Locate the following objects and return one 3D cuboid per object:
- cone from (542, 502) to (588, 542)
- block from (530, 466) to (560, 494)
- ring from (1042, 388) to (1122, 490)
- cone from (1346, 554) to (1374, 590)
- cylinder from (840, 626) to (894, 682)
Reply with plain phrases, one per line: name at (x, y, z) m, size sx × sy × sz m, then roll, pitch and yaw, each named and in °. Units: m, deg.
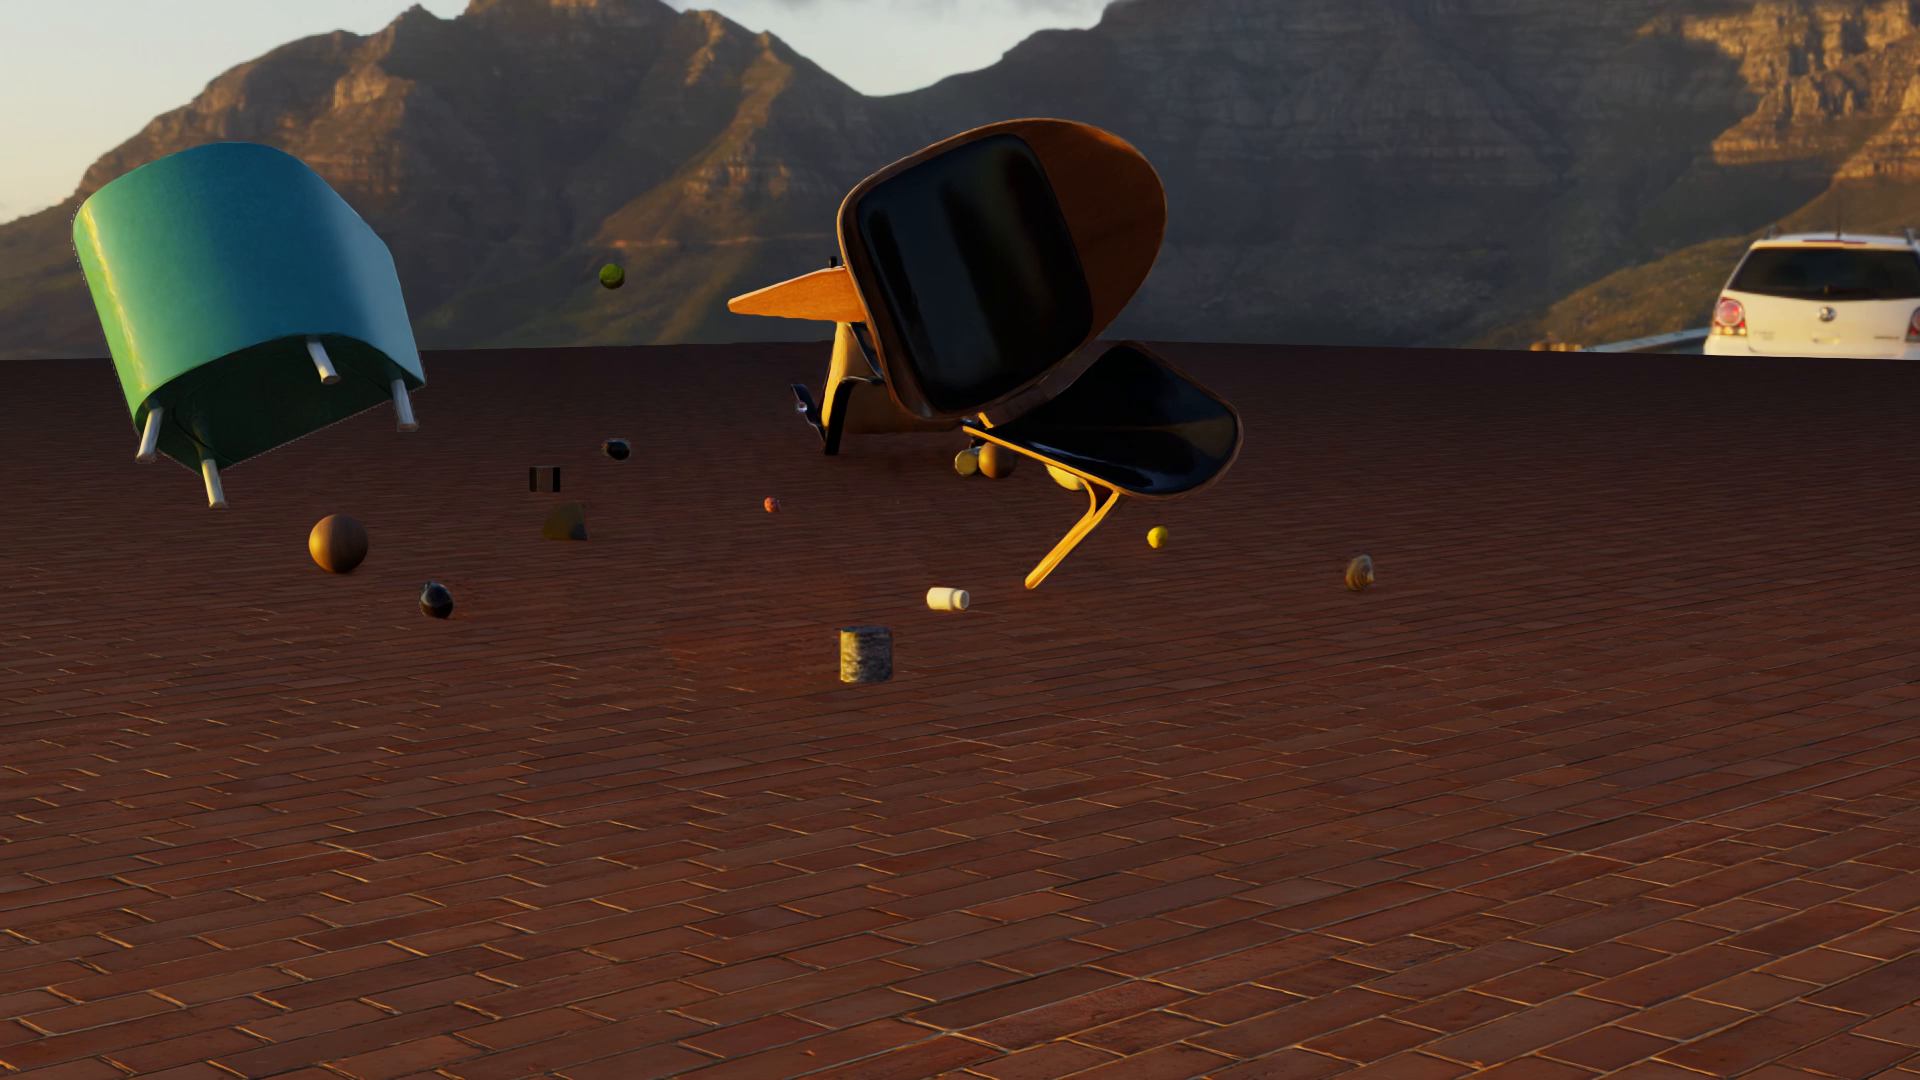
cone at (-0.961, -0.024, 6.404) m, size 0.094 × 0.109 × 0.128 m, roll 37°, pitch 48°, yaw 23°
block at (-1.268, -0.185, 7.836) m, size 0.064 × 0.077 × 0.072 m, roll -5°, pitch 8°, yaw -40°
ring at (0.375, -0.310, 7.901) m, size 0.045 × 0.322 × 0.315 m, roll 4°, pitch 43°, yaw -49°
cone at (0.847, 0.076, 5.340) m, size 0.076 × 0.084 × 0.047 m, roll -14°, pitch 29°, yaw -29°
cylinder at (-0.152, 0.187, 4.201) m, size 0.090 × 0.082 × 0.080 m, roll -6°, pitch 8°, yaw -45°
